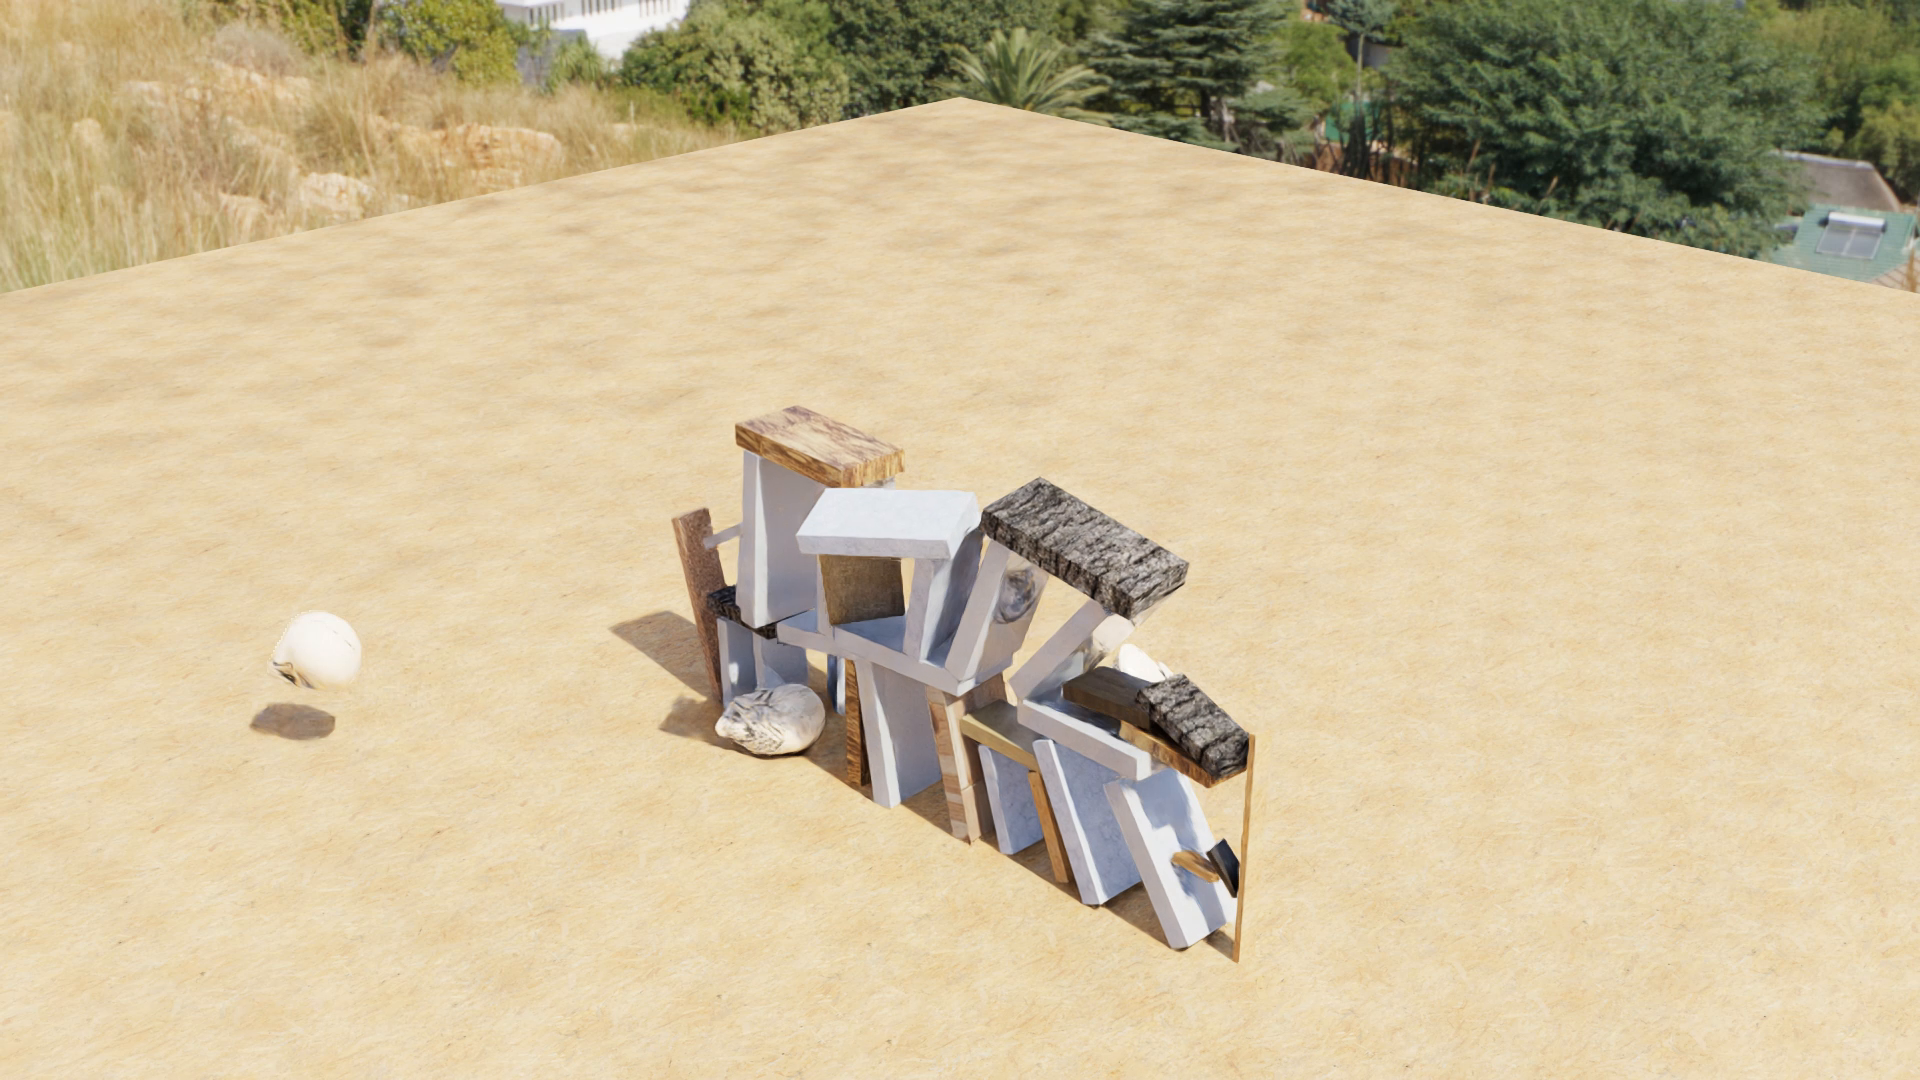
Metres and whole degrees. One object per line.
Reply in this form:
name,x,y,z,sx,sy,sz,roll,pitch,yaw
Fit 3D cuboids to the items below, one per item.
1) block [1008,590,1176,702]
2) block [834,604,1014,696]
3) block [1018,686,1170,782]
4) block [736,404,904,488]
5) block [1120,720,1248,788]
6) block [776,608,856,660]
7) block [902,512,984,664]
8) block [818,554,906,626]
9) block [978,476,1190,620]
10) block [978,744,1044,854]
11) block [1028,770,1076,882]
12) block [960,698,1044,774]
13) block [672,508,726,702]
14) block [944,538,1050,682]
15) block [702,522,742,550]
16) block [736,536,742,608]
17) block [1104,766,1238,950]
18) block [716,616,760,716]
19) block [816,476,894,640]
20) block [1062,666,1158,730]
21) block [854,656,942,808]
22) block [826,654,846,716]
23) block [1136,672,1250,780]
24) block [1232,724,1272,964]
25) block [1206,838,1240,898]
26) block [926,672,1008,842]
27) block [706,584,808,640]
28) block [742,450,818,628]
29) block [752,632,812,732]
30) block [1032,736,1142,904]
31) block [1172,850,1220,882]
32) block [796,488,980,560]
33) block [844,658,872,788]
block,0.240,0.178,4.058,0.171,0.347,0.049,-18,71,-36
block,-0.073,0.209,4.354,0.328,0.046,0.164,19,32,37
block,0.274,0.346,4.079,0.162,0.046,0.324,-18,27,-36
block,-0.286,-0.189,4.461,0.167,0.047,0.334,-20,32,-39
block,0.402,0.366,3.927,0.108,0.031,0.217,-20,35,-38
block,-0.238,0.193,4.567,0.141,0.040,0.283,-20,20,-38
block,-0.030,0.087,4.174,0.043,0.305,0.153,36,54,21
block,-0.191,0.064,4.278,0.153,0.305,0.043,-8,60,-3
block,0.222,0.011,3.955,0.343,0.049,0.171,31,39,27
block,0.108,0.492,4.316,0.112,0.224,0.032,-21,14,-41
block,0.206,0.532,4.223,0.112,0.224,0.032,-23,12,-41
block,0.121,0.380,4.246,0.224,0.032,0.112,24,33,39
block,-0.553,0.145,4.887,0.086,0.427,0.024,-22,15,-41
block,0.088,0.102,4.138,0.049,0.343,0.171,41,43,24
block,-0.474,-0.021,4.743,0.085,0.024,0.171,-20,0,-41
block,-0.439,0.059,4.742,0.085,0.171,0.024,-20,38,-39
block,0.394,0.568,4.042,0.162,0.324,0.046,-21,-3,-41
block,-0.474,0.264,4.851,0.112,0.224,0.032,-21,28,-41
block,-0.211,0.020,4.465,0.167,0.334,0.047,-20,31,-38
block,0.303,0.287,4.020,0.108,0.031,0.217,-21,26,-39
block,-0.120,0.362,4.478,0.046,0.328,0.164,12,26,42
block,-0.263,0.228,4.861,0.040,0.283,0.141,-3,23,-12
block,0.423,0.327,3.888,0.108,0.031,0.217,-18,48,-37
block,0.517,0.541,3.887,0.014,0.467,0.049,21,31,38
block,0.481,0.588,3.939,0.049,0.097,0.014,-31,-1,-44
block,0.034,0.413,4.356,0.046,0.328,0.164,7,24,45
block,-0.440,0.151,4.786,0.112,0.032,0.224,-19,29,-38
block,-0.378,-0.021,4.633,0.167,0.401,0.047,-19,34,-38
block,-0.386,0.294,4.778,0.112,0.224,0.032,-16,22,-33
block,0.256,0.508,4.164,0.162,0.324,0.046,-22,6,-41
block,0.435,0.589,3.971,0.049,0.014,0.097,-1,20,-43
block,-0.134,-0.032,4.080,0.305,0.043,0.153,2,37,23
block,-0.170,0.357,4.557,0.141,0.283,0.040,-21,30,-40
